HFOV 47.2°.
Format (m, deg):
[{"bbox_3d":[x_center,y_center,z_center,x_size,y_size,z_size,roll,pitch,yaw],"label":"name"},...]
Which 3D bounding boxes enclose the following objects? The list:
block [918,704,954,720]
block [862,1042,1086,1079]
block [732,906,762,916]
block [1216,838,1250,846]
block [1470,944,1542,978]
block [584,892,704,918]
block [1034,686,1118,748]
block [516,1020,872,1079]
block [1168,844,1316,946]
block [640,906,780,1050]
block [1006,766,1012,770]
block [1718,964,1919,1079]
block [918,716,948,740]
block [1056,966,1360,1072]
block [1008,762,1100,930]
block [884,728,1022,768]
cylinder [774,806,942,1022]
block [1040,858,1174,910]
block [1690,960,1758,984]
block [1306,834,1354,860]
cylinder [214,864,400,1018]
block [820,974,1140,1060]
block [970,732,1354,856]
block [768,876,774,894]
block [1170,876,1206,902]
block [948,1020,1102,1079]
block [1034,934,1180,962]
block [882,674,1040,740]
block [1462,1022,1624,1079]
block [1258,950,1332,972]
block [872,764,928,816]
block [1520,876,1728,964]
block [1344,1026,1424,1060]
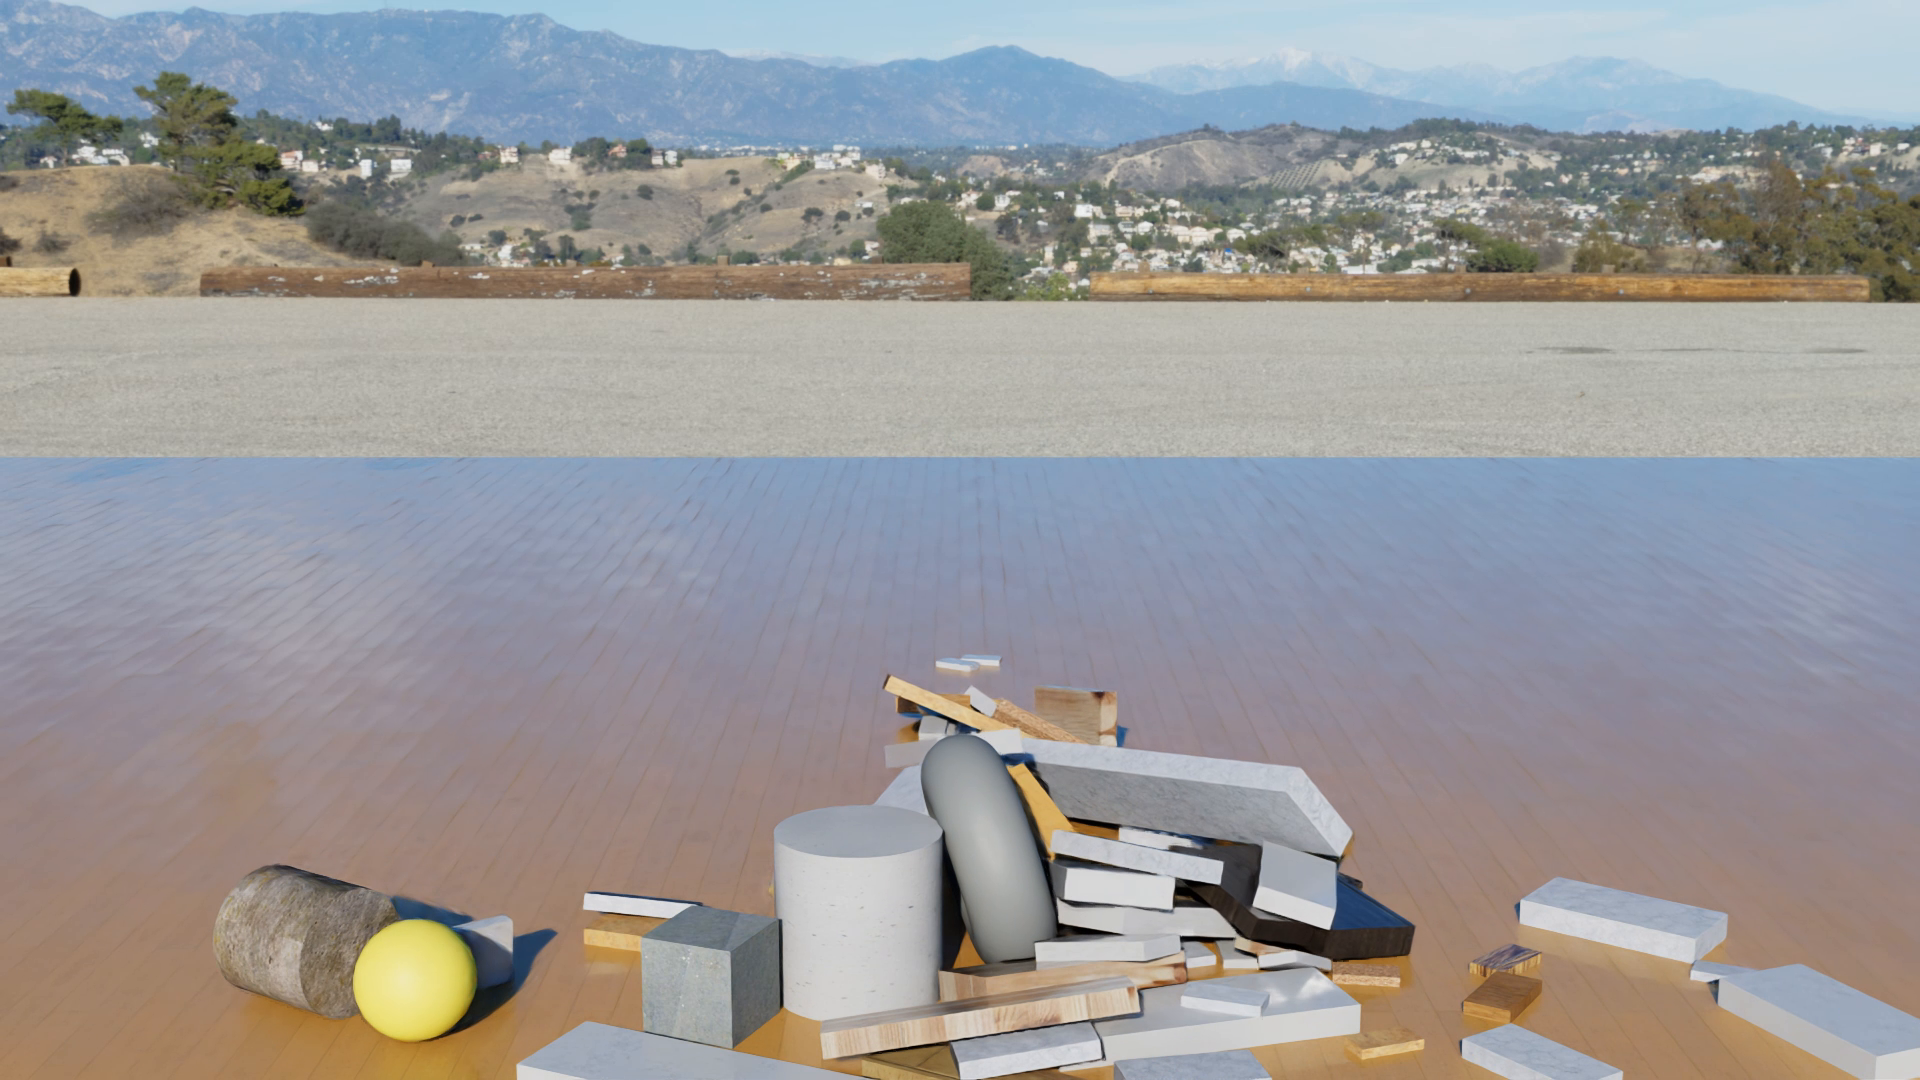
[{"bbox_3d":[-0.043,0.333,4.203,0.048,0.014,0.095,-5,16,-21],"label":"block"},{"bbox_3d":[0.045,0.718,2.902,0.352,0.027,0.097,6,12,30],"label":"block"},{"bbox_3d":[-0.323,0.621,3.458,0.057,0.016,0.206,-4,11,-19],"label":"block"},{"bbox_3d":[0.519,0.531,3.932,0.069,0.020,0.138,7,12,32],"label":"block"},{"bbox_3d":[0.830,0.642,3.344,0.057,0.016,0.113,10,15,44],"label":"block"},{"bbox_3d":[-0.505,0.584,3.514,0.177,0.025,0.089,6,-7,1],"label":"block"},{"bbox_3d":[0.230,0.363,4.412,0.037,0.129,0.258,1,-1,-28],"label":"block"},{"bbox_3d":[-0.283,0.721,2.841,0.589,0.045,0.159,5,12,25],"label":"block"},{"bbox_3d":[0.429,0.546,3.393,0.119,0.034,0.238,13,13,-33],"label":"block"},{"bbox_3d":[-0.353,0.619,3.125,0.142,0.142,0.142,4,11,23],"label":"block"},{"bbox_3d":[0.071,0.448,3.659,0.085,0.024,0.170,-8,40,-16],"label":"block"},{"bbox_3d":[1.229,0.676,3.087,0.150,0.042,0.300,-4,11,-22],"label":"block"},{"bbox_3d":[-0.050,0.349,4.080,0.048,0.014,0.095,2,15,4],"label":"block"},{"bbox_3d":[0.328,0.673,3.104,0.449,0.042,0.150,-3,11,-17],"label":"block"},{"bbox_3d":[0.125,0.494,3.565,0.125,0.035,0.268,-24,59,-27],"label":"block"},{"bbox_3d":[-0.017,0.362,3.807,0.142,0.040,0.397,-5,-6,-15],"label":"block"},{"bbox_3d":[-0.148,0.546,3.231,0.247,0.247,0.247,0,11,0],"label":"cylinder"},{"bbox_3d":[0.214,0.521,3.347,0.159,0.045,0.319,6,-6,-6],"label":"block"},{"bbox_3d":[1.151,0.652,3.296,0.099,0.014,0.050,6,12,27],"label":"block"},{"bbox_3d":[0.642,0.539,3.892,0.069,0.020,0.138,6,12,29],"label":"block"},{"bbox_3d":[-0.948,0.582,3.198,0.188,0.188,0.188,7,13,33],"label":"cylinder"},{"bbox_3d":[0.025,0.644,2.974,0.424,0.034,0.119,-8,-4,-3],"label":"block"},{"bbox_3d":[0.313,0.430,3.792,0.805,0.170,0.048,0,49,50],"label":"block"},{"bbox_3d":[-0.225,0.512,3.535,0.170,0.024,0.085,-28,18,23],"label":"block"},{"bbox_3d":[0.348,0.563,3.628,0.249,0.035,0.125,-1,12,-40],"label":"block"},{"bbox_3d":[0.086,0.675,2.933,0.189,0.027,0.094,-8,12,-8],"label":"block"},{"bbox_3d":[0.213,0.589,3.179,0.189,0.027,0.094,-9,-6,38],"label":"block"},{"bbox_3d":[0.113,0.372,4.116,0.546,0.028,0.100,23,-4,-3],"label":"block"},{"bbox_3d":[0.783,0.707,2.965,0.097,0.027,0.194,-7,13,-34],"label":"block"},{"bbox_3d":[0.496,0.626,3.252,0.060,0.017,0.121,-16,-23,30],"label":"block"},{"bbox_3d":[-0.119,0.487,3.527,0.170,0.048,0.340,-14,26,49],"label":"block"},{"bbox_3d":[1.053,0.602,3.495,0.283,0.040,0.142,8,13,37],"label":"block"},{"bbox_3d":[0.588,0.697,3.052,0.099,0.014,0.050,-4,11,-21],"label":"block"}]
